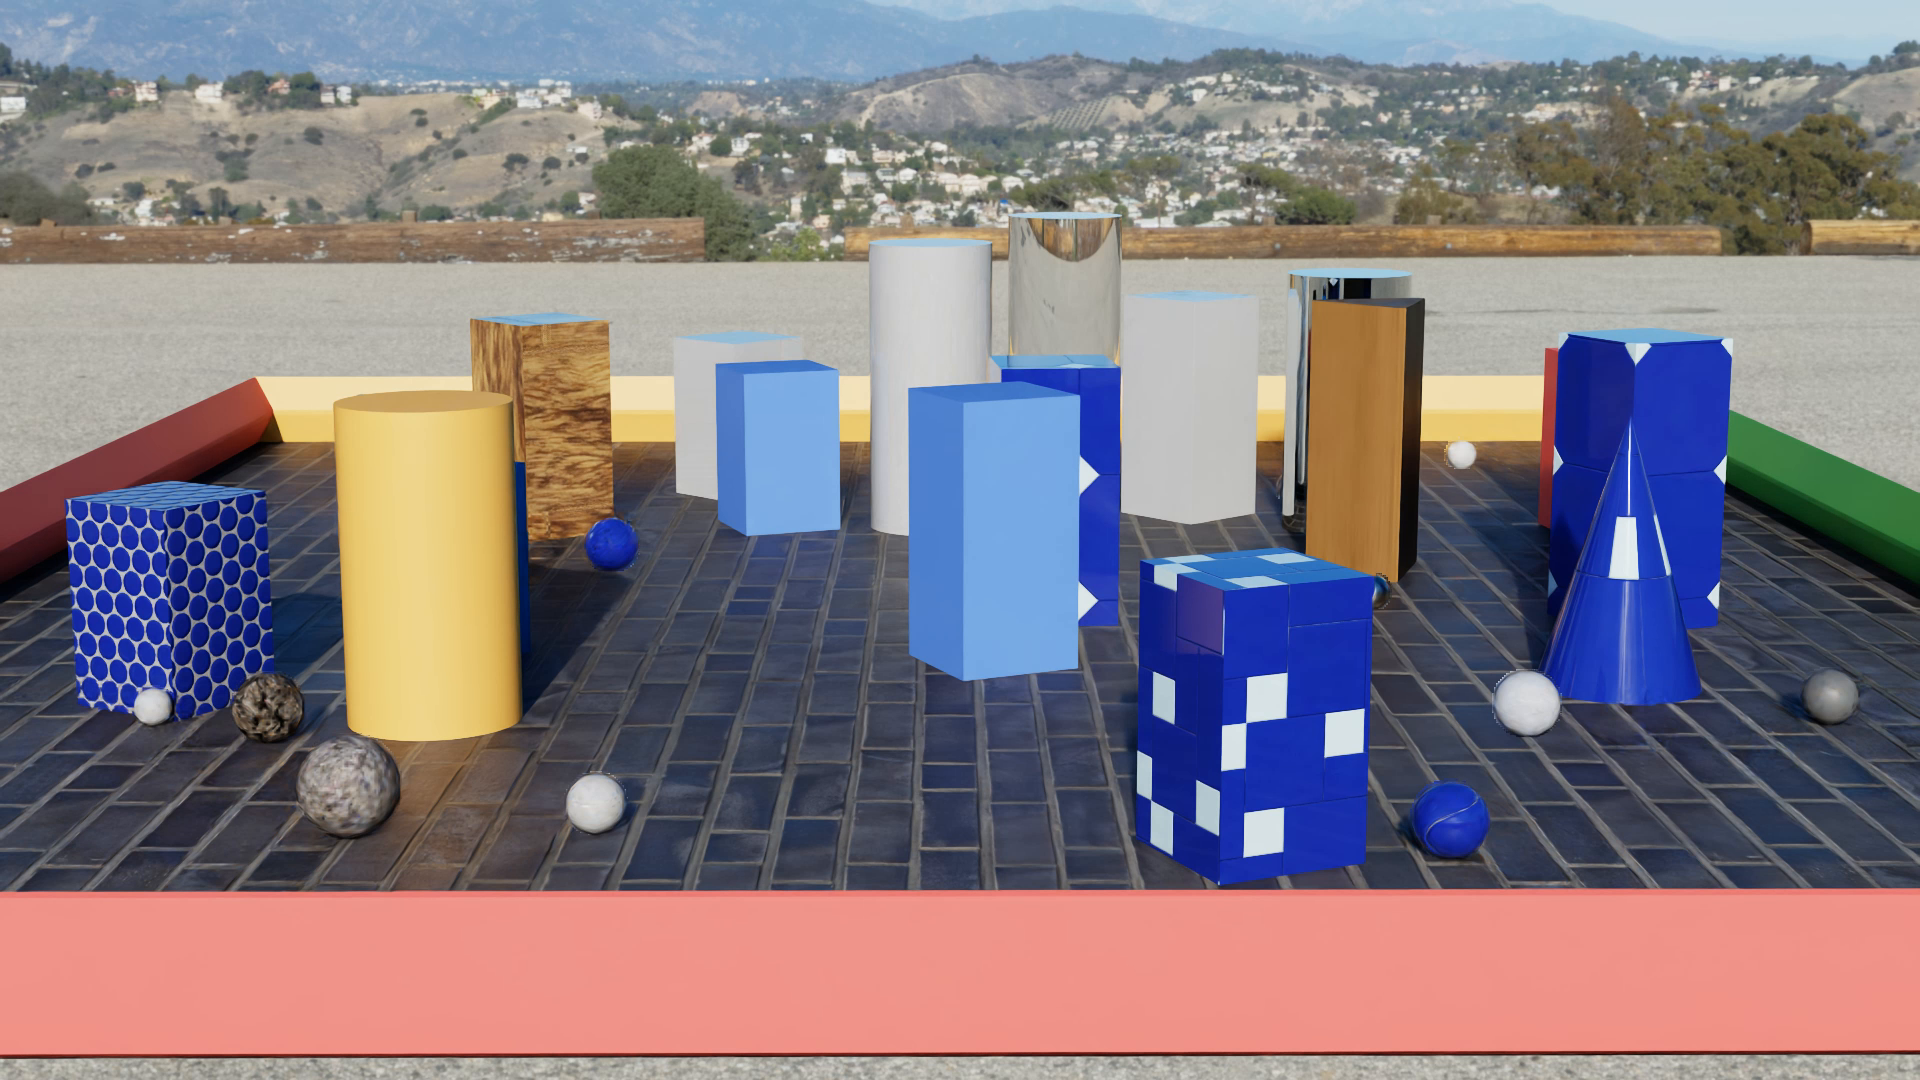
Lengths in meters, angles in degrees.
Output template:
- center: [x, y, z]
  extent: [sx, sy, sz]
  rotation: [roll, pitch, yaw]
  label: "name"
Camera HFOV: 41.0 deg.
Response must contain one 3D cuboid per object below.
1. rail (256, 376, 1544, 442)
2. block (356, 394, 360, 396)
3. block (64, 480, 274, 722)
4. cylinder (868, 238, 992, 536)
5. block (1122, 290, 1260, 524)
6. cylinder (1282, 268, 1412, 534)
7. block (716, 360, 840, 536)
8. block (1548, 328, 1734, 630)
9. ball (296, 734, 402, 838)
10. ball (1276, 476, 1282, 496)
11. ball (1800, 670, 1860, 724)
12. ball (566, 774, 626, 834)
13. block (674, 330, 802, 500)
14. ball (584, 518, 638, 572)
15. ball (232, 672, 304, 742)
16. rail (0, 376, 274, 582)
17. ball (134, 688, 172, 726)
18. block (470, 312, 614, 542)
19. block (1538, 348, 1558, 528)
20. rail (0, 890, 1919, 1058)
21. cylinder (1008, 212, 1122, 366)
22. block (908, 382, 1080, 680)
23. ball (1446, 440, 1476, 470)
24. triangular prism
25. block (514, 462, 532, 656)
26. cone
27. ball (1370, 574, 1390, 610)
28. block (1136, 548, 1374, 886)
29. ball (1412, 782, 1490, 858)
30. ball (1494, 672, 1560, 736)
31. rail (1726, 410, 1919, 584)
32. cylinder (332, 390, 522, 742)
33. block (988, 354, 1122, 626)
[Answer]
- center: [-0.009, -0.252, 4.980]
  extent: [2.724, 0.126, 0.045]
  rotation: [0, 11, 0]
  label: "rail"
- center: [-0.784, -0.069, 3.639]
  extent: [0.155, 0.259, 0.155]
  rotation: [0, 11, -3]
  label: "block"
- center: [-0.909, 0.067, 2.958]
  extent: [0.155, 0.240, 0.155]
  rotation: [6, 12, 29]
  label: "block"
- center: [-0.046, -0.245, 4.060]
  extent: [0.194, 0.450, 0.194]
  rotation: [0, 11, 0]
  label: "cylinder"
- center: [0.375, -0.220, 4.183]
  extent: [0.155, 0.356, 0.155]
  rotation: [-9, 14, -41]
  label: "block"
- center: [0.609, -0.219, 4.047]
  extent: [0.194, 0.404, 0.194]
  rotation: [0, 11, 0]
  label: "cylinder"
- center: [-0.290, -0.150, 4.085]
  extent: [0.155, 0.254, 0.155]
  rotation: [-4, 11, -21]
  label: "block"
- center: [0.891, -0.080, 3.370]
  extent: [0.155, 0.378, 0.155]
  rotation: [-5, 12, -24]
  label: "block"
- center: [-0.583, 0.235, 2.446]
  extent: [0.097, 0.097, 0.097]
  rotation: [0, 11, 0]
  label: "ball"
- center: [0.558, -0.090, 4.337]
  extent: [0.046, 0.046, 0.046]
  rotation: [0, 11, 0]
  label: "ball"
- center: [0.971, 0.175, 2.864]
  extent: [0.061, 0.061, 0.061]
  rotation: [0, 11, 0]
  label: "ball"
- center: [-0.349, 0.253, 2.459]
  extent: [0.057, 0.057, 0.057]
  rotation: [0, 11, 0]
  label: "ball"
- center: [-0.378, -0.214, 4.392]
  extent: [0.155, 0.268, 0.155]
  rotation: [10, 14, 43]
  label: "block"
- center: [-0.506, 0.006, 3.727]
  extent: [0.078, 0.078, 0.078]
  rotation: [0, 11, 0]
  label: "ball"
- center: [-0.751, 0.182, 2.786]
  extent: [0.076, 0.076, 0.076]
  rotation: [0, 11, 0]
  label: "ball"
- center: [-1.338, 0.034, 3.441]
  extent: [0.045, 0.126, 3.162]
  rotation: [0, 11, 0]
  label: "rail"
- center: [-0.899, 0.186, 2.859]
  extent: [0.042, 0.042, 0.042]
  rotation: [0, 11, 0]
  label: "ball"
- center: [-0.656, -0.180, 4.029]
  extent: [0.155, 0.334, 0.155]
  rotation: [-9, 14, -40]
  label: "block"
- center: [1.016, -0.154, 4.030]
  extent: [0.155, 0.282, 0.155]
  rotation: [-2, 11, -8]
  label: "block"
- center: [0.009, 0.317, 1.918]
  extent: [2.724, 0.126, 0.045]
  rotation: [0, 11, 0]
  label: "rail"
- center: [0.179, -0.322, 4.416]
  extent: [0.194, 0.472, 0.194]
  rotation: [0, 11, 0]
  label: "cylinder"
- center: [0.040, -0.015, 3.138]
  extent: [0.155, 0.335, 0.155]
  rotation: [-5, 12, -25]
  label: "block"
- center: [0.912, -0.155, 4.665]
  extent: [0.053, 0.053, 0.053]
  rotation: [0, 11, 0]
  label: "ball"
- center: [0.618, -0.152, 3.724]
  extent: [0.146, 0.390, 0.168]
  rotation: [-9, 14, -40]
  label: "triangular prism"
- center: [-0.640, 0.029, 3.160]
  extent: [0.155, 0.240, 0.155]
  rotation: [4, 11, 22]
  label: "block"
- center: [0.782, 0.013, 3.020]
  extent: [0.194, 0.323, 0.194]
  rotation: [0, 11, 0]
  label: "cone"
- center: [0.558, 0.070, 3.469]
  extent: [0.047, 0.047, 0.047]
  rotation: [0, 11, 0]
  label: "ball"
- center: [0.271, 0.159, 2.381]
  extent: [0.155, 0.270, 0.155]
  rotation: [-5, 12, -24]
  label: "block"
- center: [0.456, 0.260, 2.381]
  extent: [0.071, 0.071, 0.071]
  rotation: [0, 11, 0]
  label: "ball"
- center: [0.622, 0.180, 2.812]
  extent: [0.072, 0.072, 0.072]
  rotation: [0, 11, 0]
  label: "ball"
- center: [1.338, 0.031, 3.457]
  extent: [0.045, 0.126, 3.162]
  rotation: [0, 11, 0]
  label: "rail"
- center: [-0.591, 0.024, 2.858]
  extent: [0.194, 0.360, 0.194]
  rotation: [0, 11, 0]
  label: "cylinder"
- center: [0.123, -0.068, 3.408]
  extent: [0.155, 0.340, 0.155]
  rotation: [-1, 11, -5]
  label: "block"
